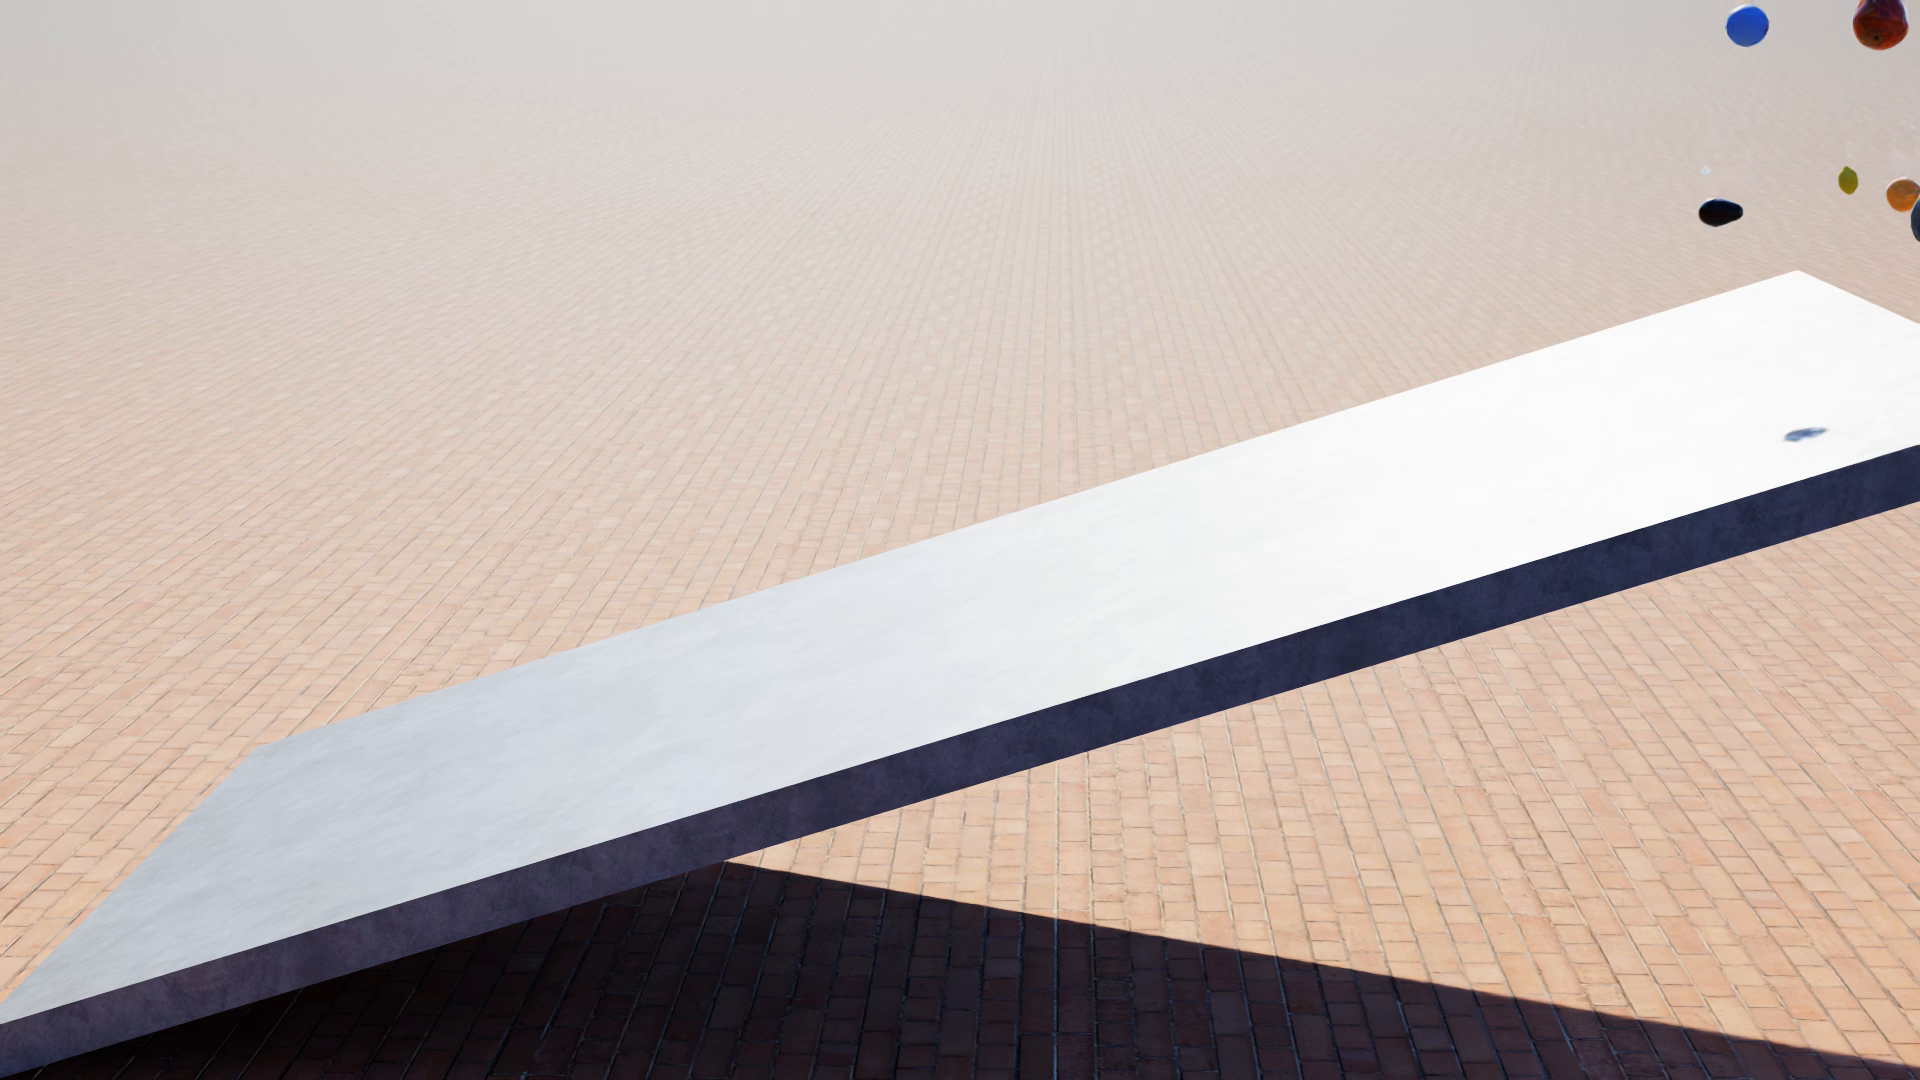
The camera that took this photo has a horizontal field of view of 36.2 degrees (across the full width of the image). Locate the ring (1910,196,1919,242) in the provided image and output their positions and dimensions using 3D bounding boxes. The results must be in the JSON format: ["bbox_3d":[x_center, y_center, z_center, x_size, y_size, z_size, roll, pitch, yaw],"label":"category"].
[{"bbox_3d":[1.995,-0.649,5.934,0.149,0.149,0.050,2,13,9],"label":"ring"}]

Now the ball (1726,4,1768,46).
[{"bbox_3d":[1.619,-1.058,6.048,0.085,0.085,0.085,0,12,0],"label":"ball"}]

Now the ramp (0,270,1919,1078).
[{"bbox_3d":[0.100,0.183,6.311,4.000,0.100,2.000,-17,10,5],"label":"ramp"}]
